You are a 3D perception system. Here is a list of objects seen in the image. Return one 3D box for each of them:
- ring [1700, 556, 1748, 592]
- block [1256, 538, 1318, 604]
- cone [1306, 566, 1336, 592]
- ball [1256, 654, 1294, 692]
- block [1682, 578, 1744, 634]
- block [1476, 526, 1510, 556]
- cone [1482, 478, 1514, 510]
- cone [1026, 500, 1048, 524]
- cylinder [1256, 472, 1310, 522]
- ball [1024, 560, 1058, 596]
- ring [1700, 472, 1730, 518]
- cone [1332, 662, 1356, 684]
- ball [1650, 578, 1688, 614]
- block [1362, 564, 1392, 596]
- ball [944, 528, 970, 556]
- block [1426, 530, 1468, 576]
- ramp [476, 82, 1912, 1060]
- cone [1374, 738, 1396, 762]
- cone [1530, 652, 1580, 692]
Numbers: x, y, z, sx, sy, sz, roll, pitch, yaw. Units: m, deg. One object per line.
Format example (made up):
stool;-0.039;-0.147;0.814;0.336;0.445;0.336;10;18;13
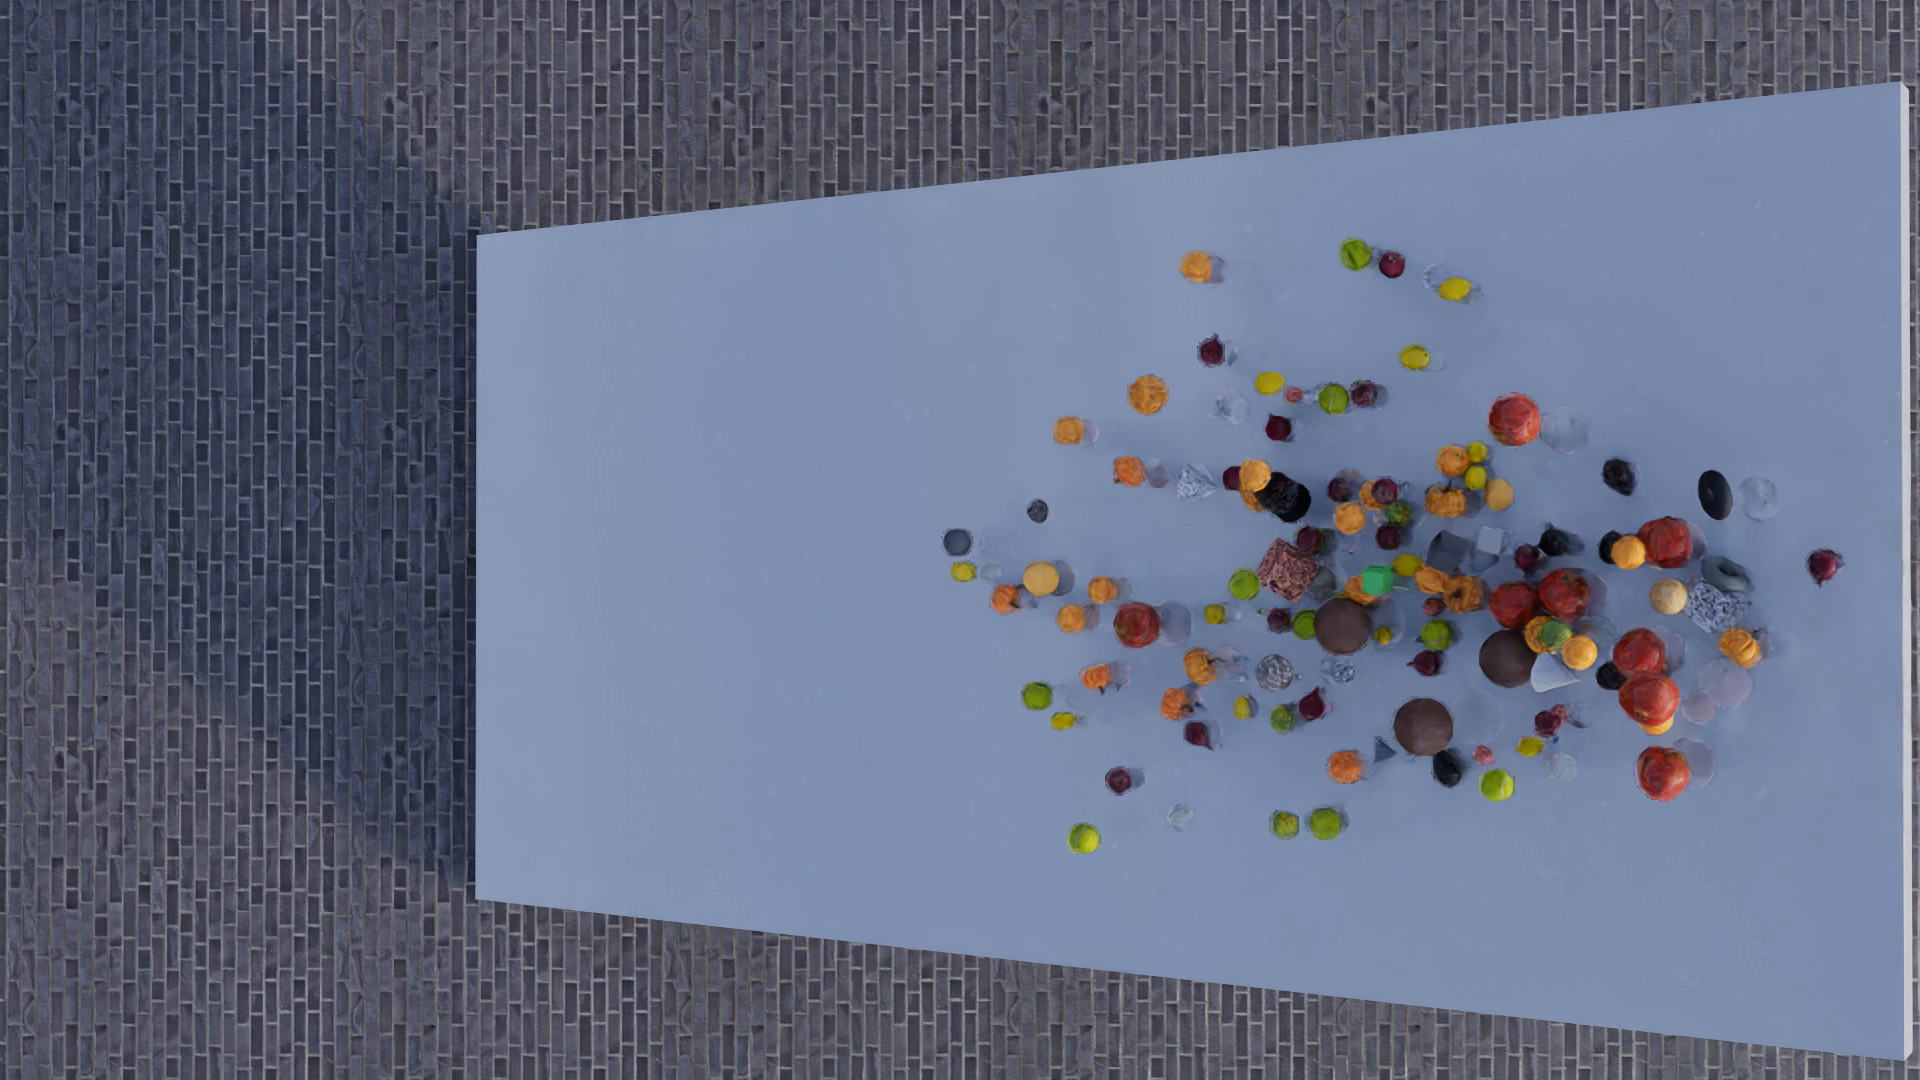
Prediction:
ring;1.609;0.072;4.630;0.104;0.104;0.035;22;124;0
block;0.764;0.071;5.141;0.096;0.096;0.096;27;107;-10
cone;0.831;0.103;5.123;0.065;0.065;0.065;-24;89;-24
ball;0.720;0.306;5.037;0.086;0.086;0.086;0;89;0
block;1.589;0.139;4.650;0.083;0.083;0.083;46;113;25
block;1.193;0.002;4.921;0.052;0.052;0.052;17;98;31
cone;1.190;-0.103;4.911;0.073;0.073;0.073;0;89;32
cone;0.183;-0.072;5.555;0.059;0.059;0.059;0;89;32
cylinder;0.753;-0.100;5.133;0.094;0.094;0.094;-7;111;-19
ball;0.203;0.097;5.523;0.089;0.089;0.089;0;89;0
ring;1.546;-0.092;4.501;0.035;0.104;0.104;-23;90;13
cone;0.853;0.288;4.883;0.053;0.053;0.053;3;105;12
ball;1.489;0.119;4.620;0.077;0.077;0.077;0;89;0
block;0.950;0.091;5.005;0.051;0.051;0.051;7;110;33
ball;-0.008;0.007;5.668;0.070;0.070;0.070;0;89;0
block;1.083;0.028;4.896;0.062;0.062;0.062;24;51;-4
ramp;0.260;0.071;5.600;4.000;0.100;2.000;0;89;32
cone;0.950;0.467;4.971;0.054;0.054;0.054;-25;94;0
cone;1.261;0.286;4.611;0.089;0.089;0.089;-12;108;-40
